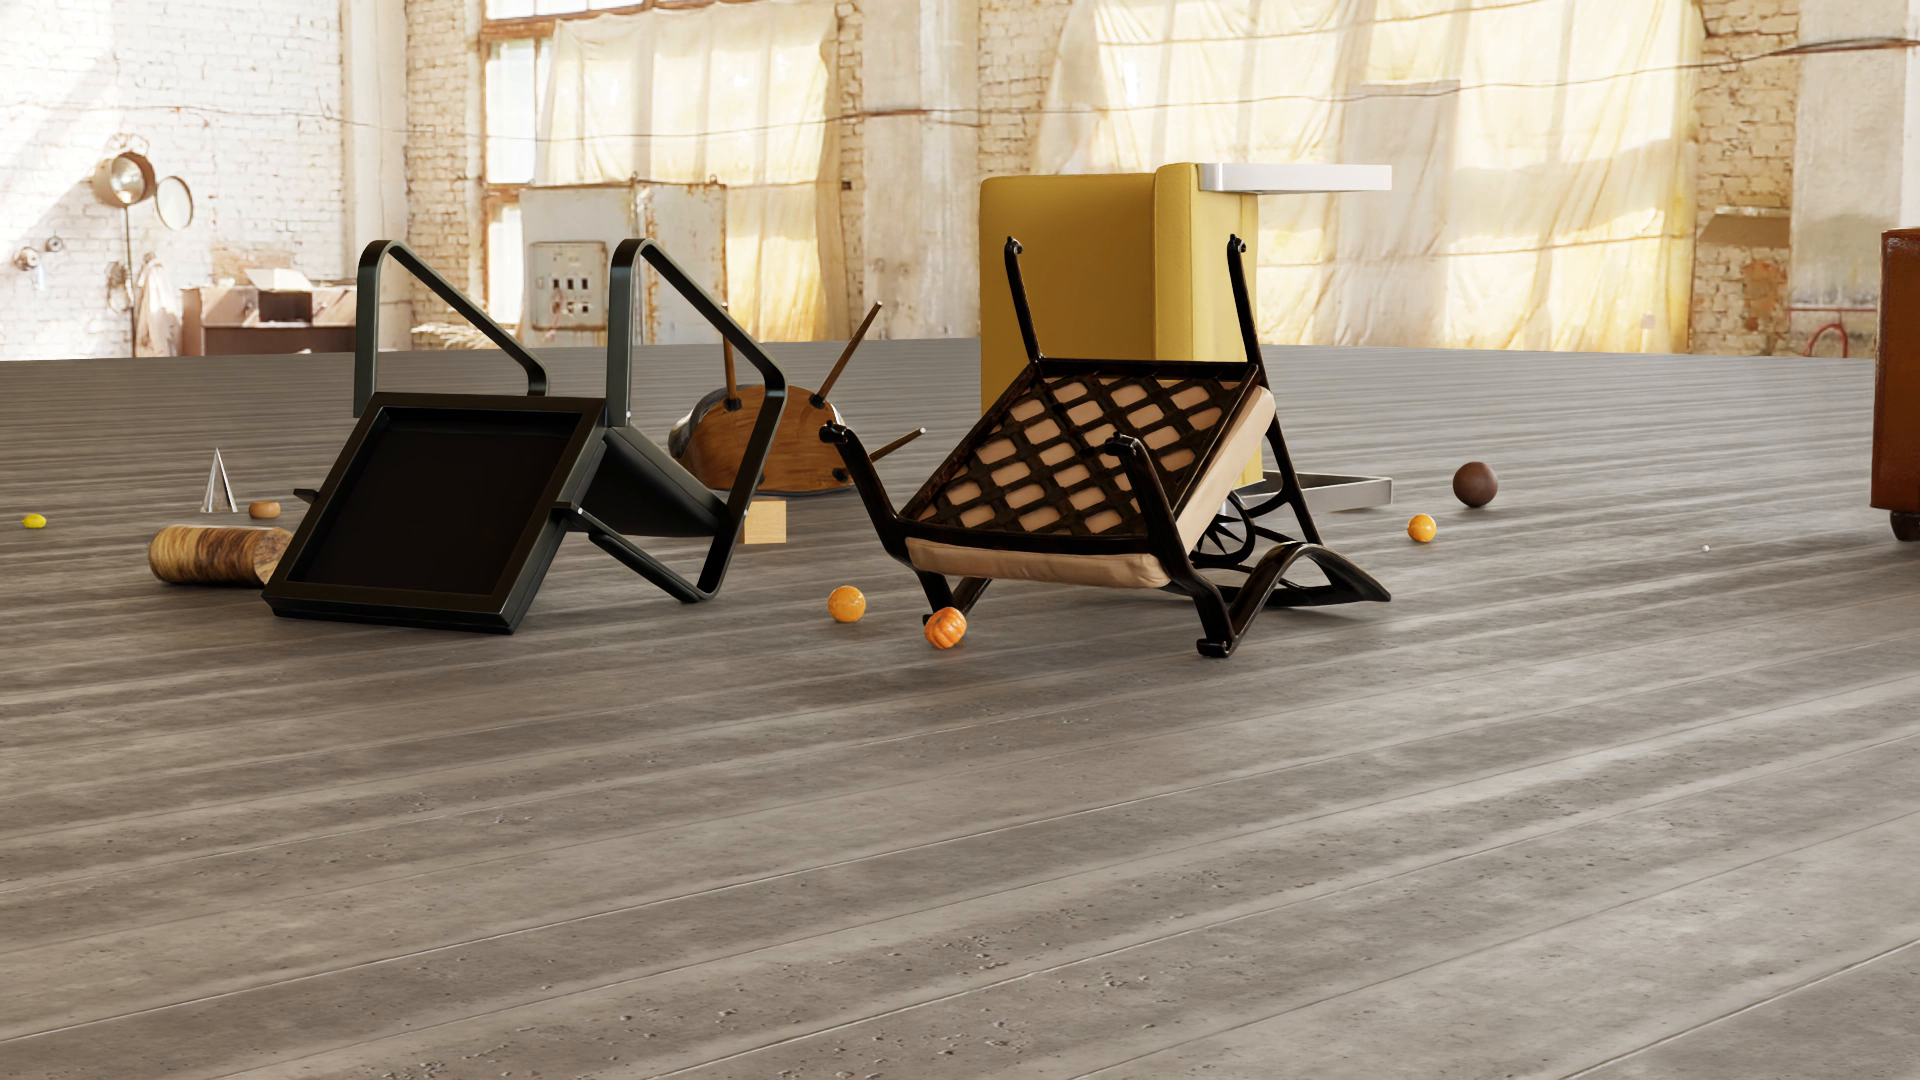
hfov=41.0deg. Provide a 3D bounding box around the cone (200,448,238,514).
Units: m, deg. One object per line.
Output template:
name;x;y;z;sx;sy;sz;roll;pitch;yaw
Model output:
cone;-2.076;-0.170;7.175;0.111;0.182;0.094;3;7;26

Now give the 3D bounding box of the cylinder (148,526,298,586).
cylinder;-1.573;0.033;5.488;0.247;0.123;0.192;2;4;14

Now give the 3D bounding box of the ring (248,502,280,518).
ring;-1.900;-0.083;7.009;0.087;0.042;0.080;0;7;20

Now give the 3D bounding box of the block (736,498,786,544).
block;-0.495;-0.048;6.372;0.105;0.103;0.085;-2;6;-19

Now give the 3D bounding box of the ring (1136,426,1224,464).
ring;0.779;-0.337;9.096;0.311;0.123;0.286;3;5;14
